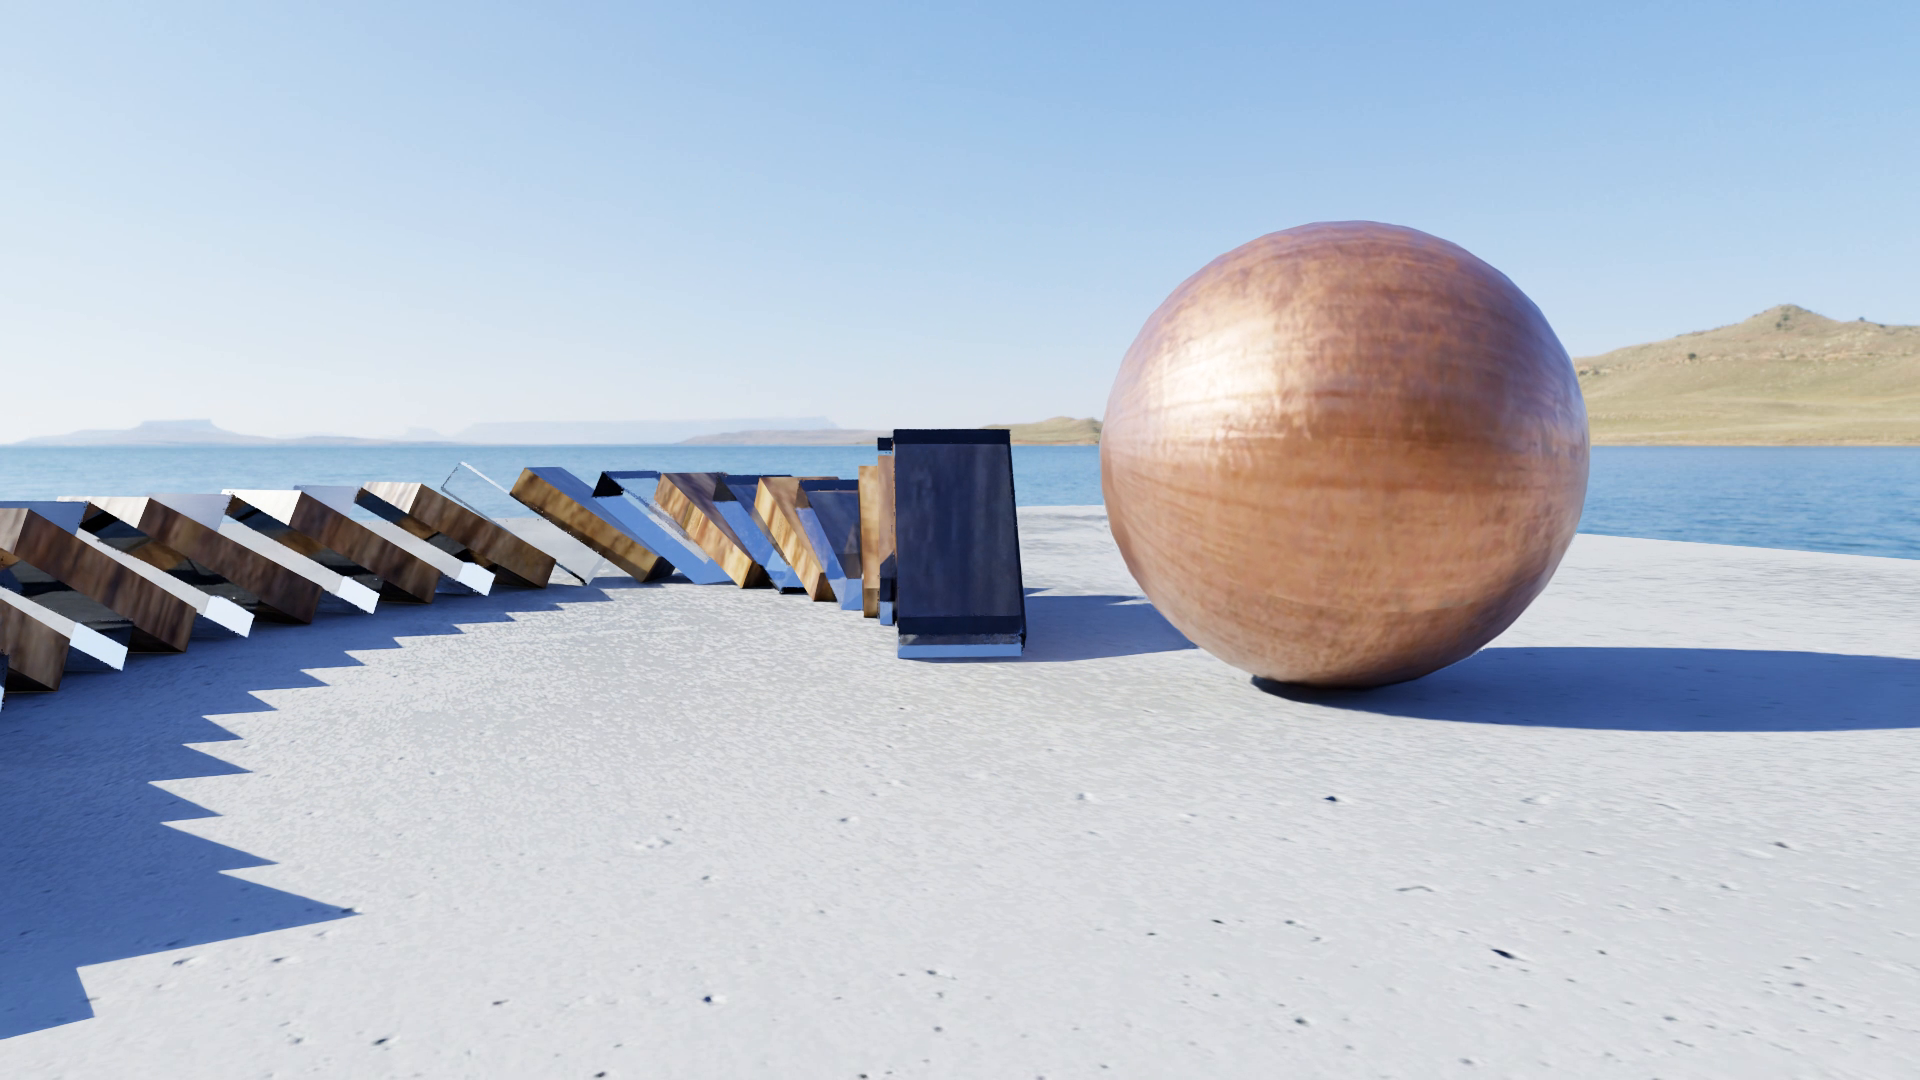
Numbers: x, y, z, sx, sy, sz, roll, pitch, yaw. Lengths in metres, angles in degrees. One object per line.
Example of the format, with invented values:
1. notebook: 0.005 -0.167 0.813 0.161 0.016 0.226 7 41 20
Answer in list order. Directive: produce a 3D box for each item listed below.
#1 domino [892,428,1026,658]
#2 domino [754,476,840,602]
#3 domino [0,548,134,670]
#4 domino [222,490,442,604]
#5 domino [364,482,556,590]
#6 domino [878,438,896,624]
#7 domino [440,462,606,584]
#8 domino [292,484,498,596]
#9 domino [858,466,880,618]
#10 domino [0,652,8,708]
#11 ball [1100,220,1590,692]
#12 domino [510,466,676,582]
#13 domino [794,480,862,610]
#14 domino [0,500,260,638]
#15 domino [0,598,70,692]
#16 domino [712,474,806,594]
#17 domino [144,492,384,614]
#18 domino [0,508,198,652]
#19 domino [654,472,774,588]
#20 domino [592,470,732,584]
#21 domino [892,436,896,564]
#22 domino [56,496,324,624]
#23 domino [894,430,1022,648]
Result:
1. domino: -0.001 0.000 0.266 0.025 0.050 0.009 0 -33 -4
2. domino: -0.038 -0.001 0.368 0.025 0.009 0.050 -2 34 -30
3. domino: -0.170 0.010 0.220 0.025 0.009 0.050 0 -23 0
4. domino: -0.159 0.002 0.326 0.025 0.009 0.050 2 -23 20
5. domino: -0.143 -0.001 0.365 0.025 0.010 0.050 3 -23 33
6. domino: -0.007 -0.003 0.315 0.025 0.050 0.010 0 -36 -4
7. domino: -0.133 -0.005 0.391 0.050 0.009 0.025 37 -8 -18
8. domino: -0.153 0.001 0.346 0.025 0.010 0.050 2 -23 27
9. domino: -0.013 -0.001 0.332 0.025 0.009 0.050 0 39 -6
10. domino: -0.157 0.014 0.177 0.025 0.009 0.050 -1 -23 -15
11. ball: 0.064 -0.014 0.221 0.080 0.080 0.080 0 4 0
12. domino: -0.113 -0.005 0.404 0.050 0.009 0.025 33 7 4
13. domino: -0.026 0.000 0.350 0.025 0.009 0.050 -2 33 -23
14. domino: -0.172 0.007 0.263 0.025 0.009 0.050 1 -23 9
15. domino: -0.166 0.012 0.199 0.025 0.010 0.050 0 -23 -5
16. domino: -0.052 -0.003 0.384 0.025 0.009 0.050 -3 35 -36
17. domino: -0.165 0.004 0.305 0.025 0.009 0.050 1 -23 18
18. domino: -0.171 0.009 0.241 0.025 0.010 0.050 0 -23 2
19. domino: -0.070 -0.004 0.397 0.025 0.009 0.050 -4 36 -48
20. domino: -0.090 -0.005 0.406 0.050 0.009 0.025 36 20 23
21. domino: -0.003 -0.003 0.302 0.025 0.050 0.009 0 -33 -4
22. domino: -0.171 0.005 0.285 0.025 0.009 0.050 1 -23 18
23. domino: -0.001 -0.001 0.278 0.025 0.050 0.009 0 -33 -4
